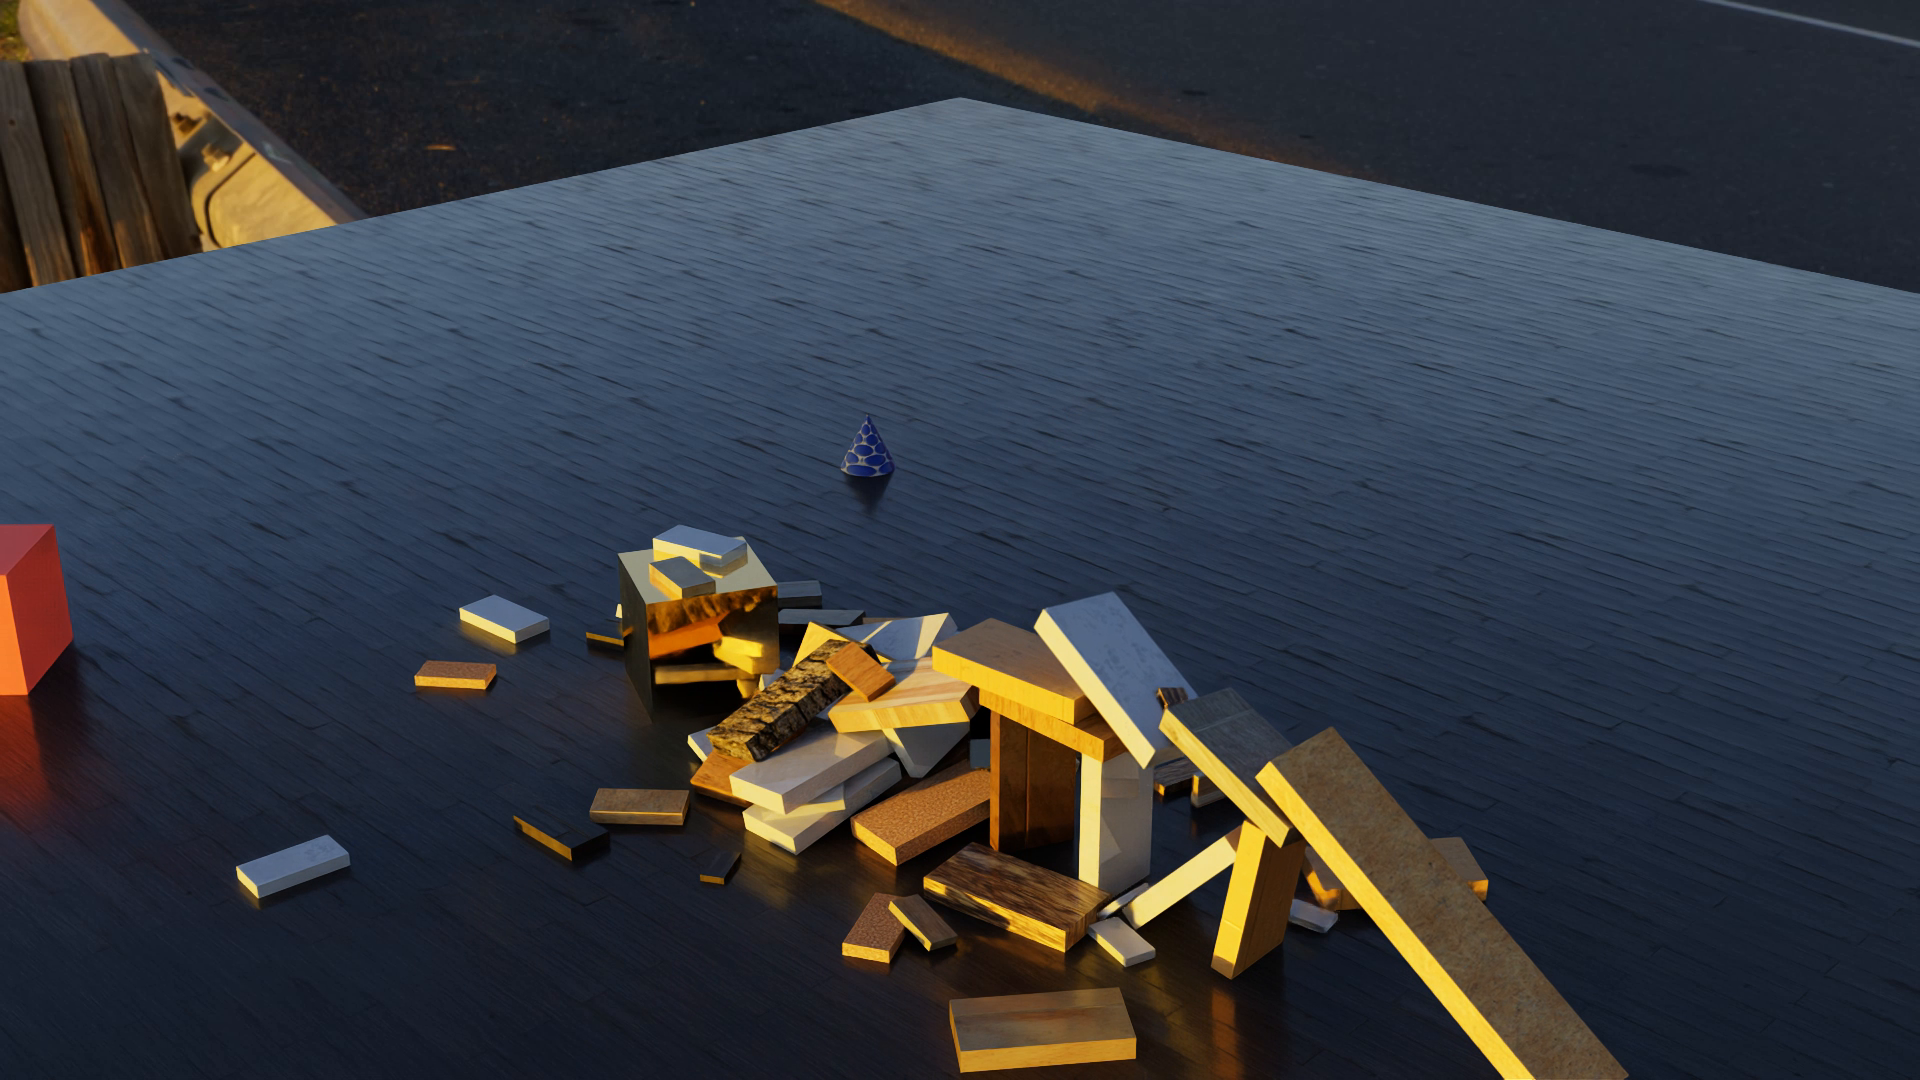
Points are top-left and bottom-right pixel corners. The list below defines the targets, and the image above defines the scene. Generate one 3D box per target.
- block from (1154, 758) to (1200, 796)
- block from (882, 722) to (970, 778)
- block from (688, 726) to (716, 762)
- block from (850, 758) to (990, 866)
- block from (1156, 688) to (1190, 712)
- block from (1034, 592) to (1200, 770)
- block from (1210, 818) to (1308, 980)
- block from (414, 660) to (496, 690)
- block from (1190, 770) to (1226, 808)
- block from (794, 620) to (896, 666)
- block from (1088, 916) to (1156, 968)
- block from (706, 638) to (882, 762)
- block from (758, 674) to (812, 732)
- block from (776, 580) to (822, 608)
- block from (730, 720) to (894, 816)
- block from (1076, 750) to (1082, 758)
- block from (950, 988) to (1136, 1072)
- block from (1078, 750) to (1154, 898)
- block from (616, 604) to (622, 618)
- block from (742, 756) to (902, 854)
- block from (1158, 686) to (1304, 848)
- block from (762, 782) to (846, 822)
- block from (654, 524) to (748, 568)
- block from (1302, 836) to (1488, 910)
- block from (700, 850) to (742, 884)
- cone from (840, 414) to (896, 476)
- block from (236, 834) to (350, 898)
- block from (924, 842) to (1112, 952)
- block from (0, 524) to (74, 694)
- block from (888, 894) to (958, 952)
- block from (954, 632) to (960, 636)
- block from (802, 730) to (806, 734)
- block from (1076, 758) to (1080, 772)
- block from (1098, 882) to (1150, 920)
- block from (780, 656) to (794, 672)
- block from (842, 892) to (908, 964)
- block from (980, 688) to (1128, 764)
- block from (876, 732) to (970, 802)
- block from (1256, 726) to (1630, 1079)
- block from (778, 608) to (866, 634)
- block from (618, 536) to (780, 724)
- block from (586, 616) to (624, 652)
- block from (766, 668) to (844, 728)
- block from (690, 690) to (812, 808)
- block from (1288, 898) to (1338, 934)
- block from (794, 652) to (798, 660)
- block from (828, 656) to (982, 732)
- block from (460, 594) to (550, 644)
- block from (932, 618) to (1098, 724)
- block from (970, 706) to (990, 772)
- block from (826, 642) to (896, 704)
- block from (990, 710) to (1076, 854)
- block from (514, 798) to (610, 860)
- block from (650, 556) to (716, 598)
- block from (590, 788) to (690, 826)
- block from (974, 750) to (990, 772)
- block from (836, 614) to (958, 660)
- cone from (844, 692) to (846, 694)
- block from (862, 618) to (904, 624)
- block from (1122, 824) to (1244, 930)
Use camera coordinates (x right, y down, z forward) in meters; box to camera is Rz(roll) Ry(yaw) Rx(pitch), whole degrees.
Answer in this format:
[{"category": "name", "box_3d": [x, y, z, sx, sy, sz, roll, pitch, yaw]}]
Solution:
[{"category": "block", "box_3d": [0.459, 0.489, 4.581, 0.141, 0.020, 0.071, -15, 27, -31]}, {"category": "block", "box_3d": [-0.037, 0.352, 4.513, 0.038, 0.133, 0.266, -5, 30, 51]}, {"category": "block", "box_3d": [-0.465, 0.419, 4.710, 0.220, 0.023, 0.083, -17, 44, -32]}, {"category": "block", "box_3d": [-0.055, 0.541, 4.390, 0.297, 0.042, 0.148, -24, 32, -31]}, {"category": "block", "box_3d": [0.402, 0.314, 3.994, 0.054, 0.015, 0.109, 1, 45, -28]}, {"category": "block", "box_3d": [0.311, 0.254, 4.064, 0.179, 0.051, 0.357, -12, 52, -38]}, {"category": "block", "box_3d": [0.540, 0.609, 3.904, 0.046, 0.326, 0.163, 29, 35, 33]}, {"category": "block", "box_3d": [-1.148, 0.307, 5.009, 0.163, 0.023, 0.081, 3, 23, 6]}, {"category": "block", "box_3d": [0.535, 0.494, 4.505, 0.141, 0.071, 0.020, -15, 27, -32]}, {"category": "block", "box_3d": [-0.236, 0.280, 4.812, 0.251, 0.113, 0.032, 25, 11, 18]}, {"category": "block", "box_3d": [0.294, 0.732, 4.012, 0.063, 0.018, 0.127, -13, 26, -27]}, {"category": "block", "box_3d": [-0.343, 0.328, 4.541, 0.346, 0.049, 0.173, -38, 21, -26]}, {"category": "block", "box_3d": [-0.360, 0.375, 4.749, 0.113, 0.032, 0.226, 3, 35, -17]}, {"category": "block", "box_3d": [-0.436, 0.135, 5.410, 0.185, 0.026, 0.093, -3, 23, -8]}, {"category": "block", "box_3d": [-0.254, 0.427, 4.459, 0.159, 0.045, 0.421, 14, 30, 43]}, {"category": "block", "box_3d": [0.213, 0.427, 4.728, 0.071, 0.020, 0.141, -5, 23, -11]}, {"category": "block", "box_3d": [0.139, 0.833, 3.745, 0.297, 0.042, 0.148, -3, 23, -7]}, {"category": "block", "box_3d": [0.295, 0.514, 4.138, 0.046, 0.322, 0.161, 20, 30, 38]}, {"category": "block", "box_3d": [-0.700, 0.189, 5.224, 0.208, 0.029, 0.104, 12, 1, 25]}, {"category": "block", "box_3d": [-0.276, 0.514, 4.428, 0.148, 0.042, 0.297, 20, 40, 40]}, {"category": "block", "box_3d": [0.518, 0.395, 3.862, 0.163, 0.046, 0.326, -14, 45, -37]}, {"category": "block", "box_3d": [-0.312, 0.514, 4.372, 0.163, 0.023, 0.081, -9, 30, 0]}, {"category": "block", "box_3d": [-0.585, 0.012, 4.955, 0.192, 0.027, 0.096, 14, 26, 29]}, {"category": "block", "box_3d": [0.827, 0.637, 4.202, 0.318, 0.045, 0.159, -3, 23, -6]}, {"category": "block", "box_3d": [-0.462, 0.632, 4.254, 0.048, 0.014, 0.096, 6, 24, 14]}, {"category": "cone", "box_3d": [-0.260, -0.283, 6.223, 0.160, 0.160, 0.160, 0, 23, 0]}, {"category": "block", "box_3d": [-1.286, 0.629, 4.245, 0.187, 0.027, 0.094, -18, 29, -36]}, {"category": "block", "box_3d": [0.107, 0.667, 4.131, 0.318, 0.045, 0.159, 16, 28, 32]}, {"category": "block", "box_3d": [-2.244, 0.156, 5.017, 0.293, 0.293, 0.293, 0, 23, -1]}, {"category": "block", "box_3d": [-0.068, 0.702, 4.038, 0.063, 0.018, 0.127, -8, 35, -39]}, {"category": "block", "box_3d": [-0.010, 0.297, 4.902, 0.159, 0.045, 0.319, 10, 25, -22]}, {"category": "block", "box_3d": [-0.360, 0.420, 4.613, 0.083, 0.023, 0.166, -20, 43, -4]}, {"category": "block", "box_3d": [0.191, 0.498, 4.407, 0.071, 0.141, 0.020, -17, 48, -34]}, {"category": "block", "box_3d": [0.305, 0.673, 4.091, 0.109, 0.054, 0.015, -17, 67, -52]}, {"category": "block", "box_3d": [-0.391, 0.299, 4.957, 0.065, 0.018, 0.130, -37, 18, -11]}, {"category": "block", "box_3d": [-0.143, 0.713, 4.049, 0.089, 0.025, 0.178, 7, 24, 16]}, {"category": "block", "box_3d": [0.206, 0.316, 4.133, 0.161, 0.046, 0.322, -20, 30, -39]}, {"category": "block", "box_3d": [0.006, 0.404, 4.580, 0.462, 0.038, 0.133, -34, 39, -25]}, {"category": "block", "box_3d": [0.798, 0.640, 3.670, 0.179, 0.051, 0.748, -22, 65, -41]}, {"category": "block", "box_3d": [-0.342, 0.195, 5.222, 0.217, 0.027, 0.096, 1, 19, 23]}, {"category": "block", "box_3d": [-0.584, 0.198, 4.924, 0.290, 0.290, 0.290, -8, 24, -19]}, {"category": "block", "box_3d": [-0.763, 0.230, 5.181, 0.208, 0.029, 0.104, 11, 25, 23]}, {"category": "block", "box_3d": [-0.311, 0.356, 4.738, 0.226, 0.032, 0.113, 19, 33, 6]}, {"category": "block", "box_3d": [-0.430, 0.432, 4.570, 0.133, 0.038, 0.266, 13, 48, 28]}, {"category": "block", "box_3d": [0.642, 0.697, 4.096, 0.109, 0.015, 0.054, 16, 29, 32]}, {"category": "block", "box_3d": [-0.289, 0.255, 5.127, 0.093, 0.026, 0.185, 16, 28, 34]}, {"category": "block", "box_3d": [-0.084, 0.305, 4.424, 0.346, 0.049, 0.173, -9, 28, 38]}, {"category": "block", "box_3d": [-1.093, 0.189, 5.279, 0.208, 0.029, 0.104, 19, 29, 37]}, {"category": "block", "box_3d": [0.134, 0.245, 4.179, 0.346, 0.049, 0.173, 19, 29, 37]}, {"category": "block", "box_3d": [0.111, 0.397, 4.446, 0.131, 0.131, 0.131, -9, -15, 35]}, {"category": "block", "box_3d": [-0.202, 0.268, 4.468, 0.071, 0.020, 0.141, -35, 49, -21]}, {"category": "block", "box_3d": [0.143, 0.449, 4.290, 0.161, 0.322, 0.046, -9, 24, -19]}, {"category": "block", "box_3d": [-0.792, 0.574, 4.373, 0.187, 0.027, 0.094, 21, 30, 40]}, {"category": "block", "box_3d": [-0.607, 0.080, 4.801, 0.081, 0.023, 0.163, -14, 27, -30]}, {"category": "block", "box_3d": [-0.648, 0.540, 4.454, 0.187, 0.027, 0.094, 1, 23, 2]}, {"category": "block", "box_3d": [0.081, 0.481, 4.542, 0.092, 0.026, 0.184, -11, 38, -23]}, {"category": "block", "box_3d": [-0.174, 0.250, 4.913, 0.319, 0.045, 0.159, -9, 35, 34]}, {"category": "cone", "box_3d": [-0.241, 0.383, 4.637, 0.125, 0.125, 0.125, -3, -12, -1]}, {"category": "block", "box_3d": [-0.131, 0.273, 5.024, 0.159, 0.045, 0.319, 0, 26, -8]}, {"category": "block", "box_3d": [0.446, 0.596, 4.008, 0.163, 0.326, 0.046, -24, 75, -44]}]
